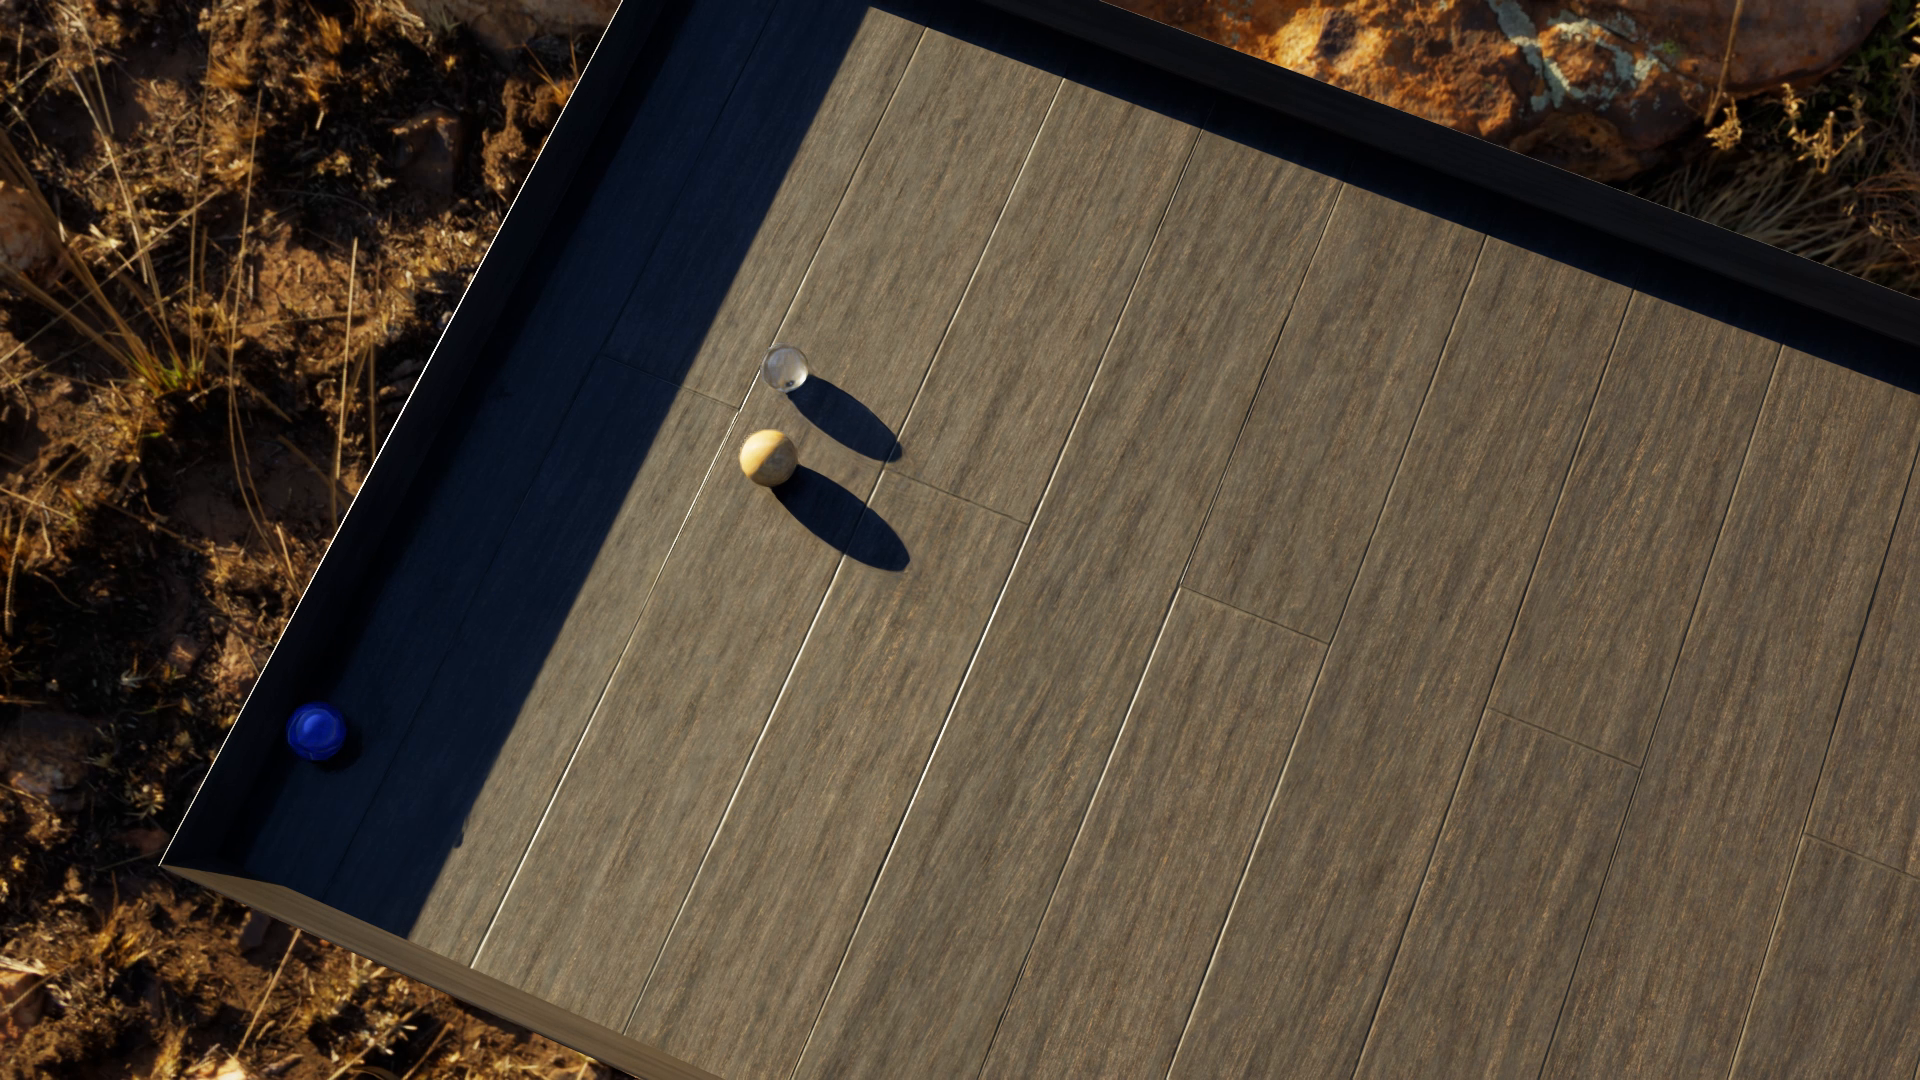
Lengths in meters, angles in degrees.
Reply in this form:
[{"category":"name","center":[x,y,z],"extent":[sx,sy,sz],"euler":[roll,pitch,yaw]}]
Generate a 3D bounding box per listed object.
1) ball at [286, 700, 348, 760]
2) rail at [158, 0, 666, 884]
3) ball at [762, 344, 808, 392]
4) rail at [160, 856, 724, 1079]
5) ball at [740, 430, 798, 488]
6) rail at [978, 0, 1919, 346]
[{"category":"ball","center":[-0.965,0.286,3.298],"extent":[0.090,0.090,0.090],"euler":[0,72,0]},{"category":"rail","center":[-0.773,-0.315,3.478],"extent":[0.045,0.117,1.849],"euler":[22,73,7]},{"category":"ball","center":[-0.277,-0.272,3.488],"extent":[0.075,0.075,0.075],"euler":[0,72,0]},{"category":"rail","center":[0.445,1.102,3.016],"extent":[3.449,0.117,0.045],"euler":[22,73,7]},{"category":"ball","center":[-0.298,-0.127,3.433],"extent":[0.089,0.089,0.089],"euler":[0,72,0]},{"category":"rail","center":[1.144,-0.477,3.531],"extent":[3.449,0.117,0.045],"euler":[22,73,7]}]
